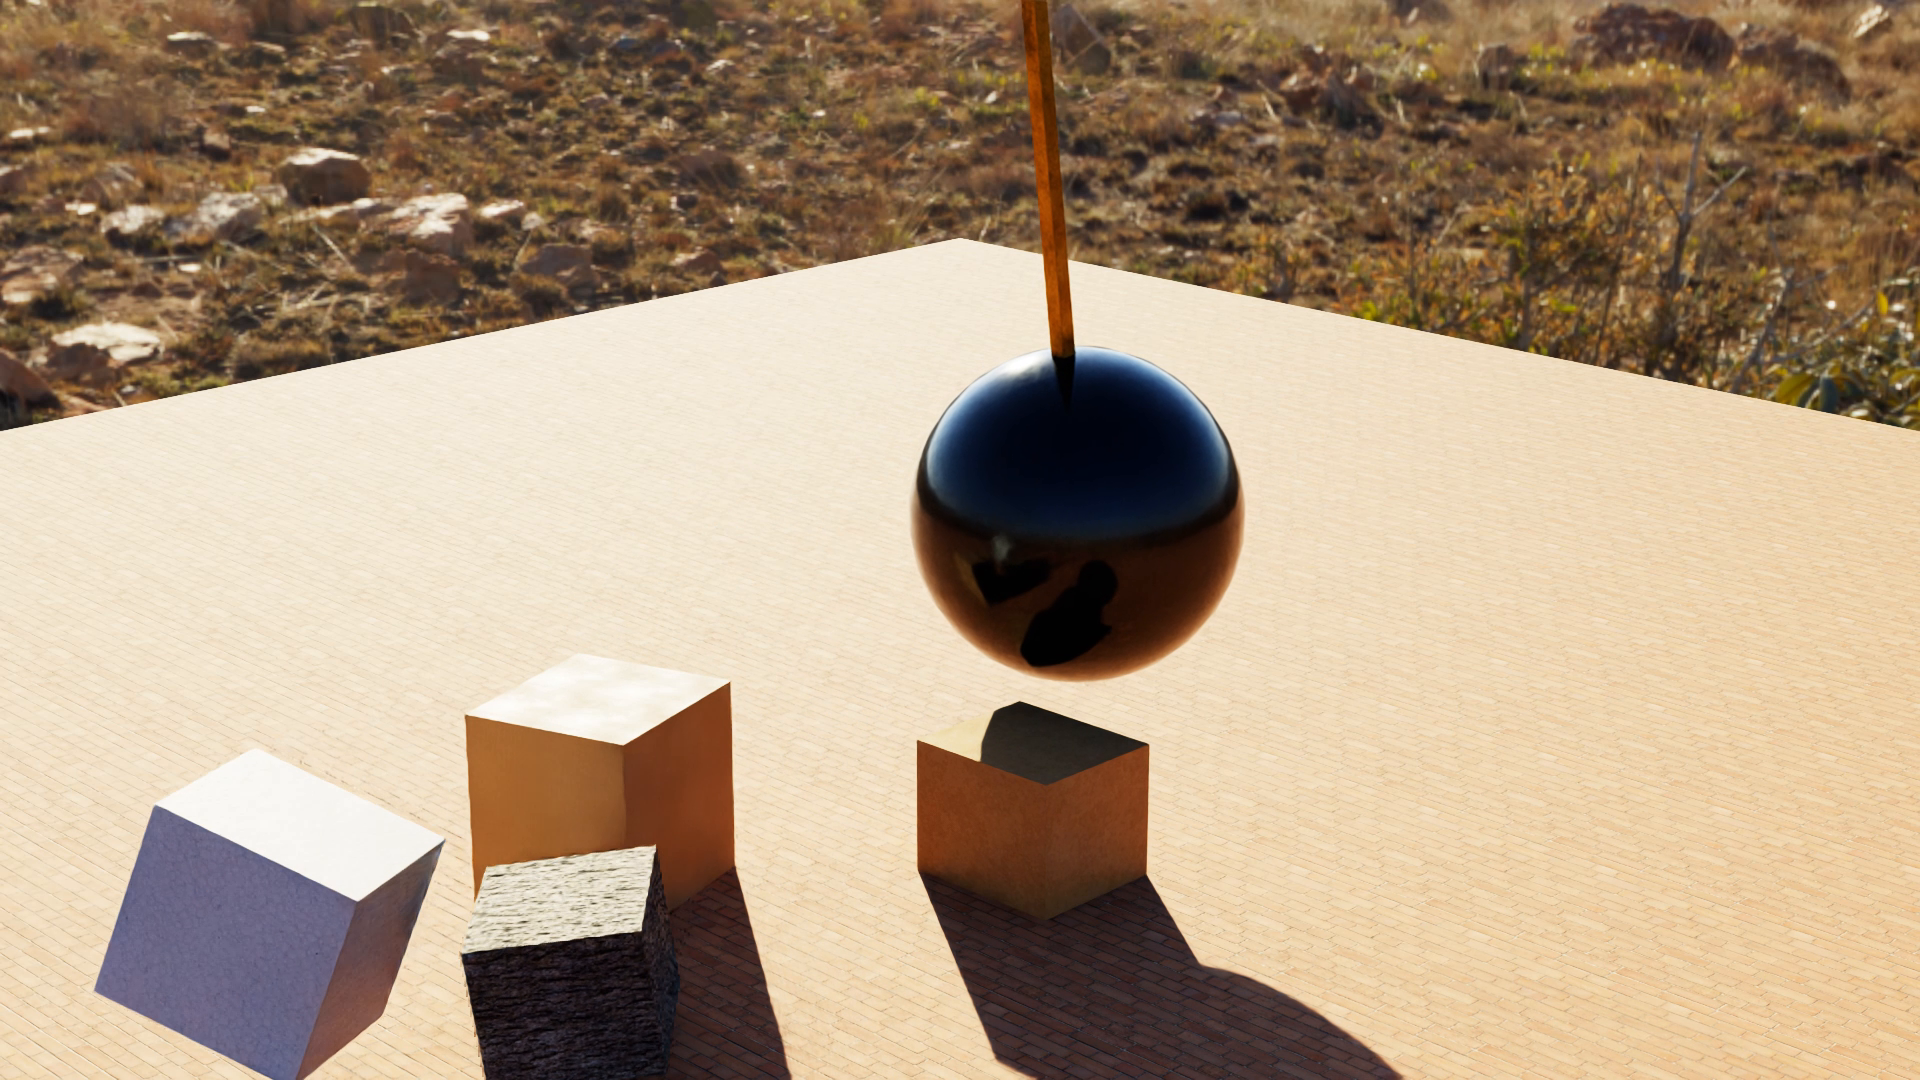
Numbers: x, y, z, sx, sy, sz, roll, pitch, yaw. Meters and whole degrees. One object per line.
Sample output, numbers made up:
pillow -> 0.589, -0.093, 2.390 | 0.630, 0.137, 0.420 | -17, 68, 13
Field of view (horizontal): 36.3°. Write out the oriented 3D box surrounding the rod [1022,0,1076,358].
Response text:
rod -> 0.240, -3.244, 12.573 | 0.080, 5.200, 0.080 | 17, 31, 42

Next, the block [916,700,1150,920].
block -> 0.331, 1.221, 13.389 | 0.799, 0.642, 0.692 | 16, 24, 42

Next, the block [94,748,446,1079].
block -> -2.630, 1.430, 11.226 | 0.856, 0.810, 0.797 | 24, 16, 8

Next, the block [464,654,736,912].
block -> -1.607, 1.135, 13.219 | 0.826, 0.908, 0.890 | 9, 19, 25

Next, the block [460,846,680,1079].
block -> -1.539, 1.707, 11.705 | 0.699, 0.621, 0.778 | -7, 19, 1

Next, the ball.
ball -> 0.553, -0.122, 13.883 | 1.600, 1.600, 1.600 | 0, 17, 0
